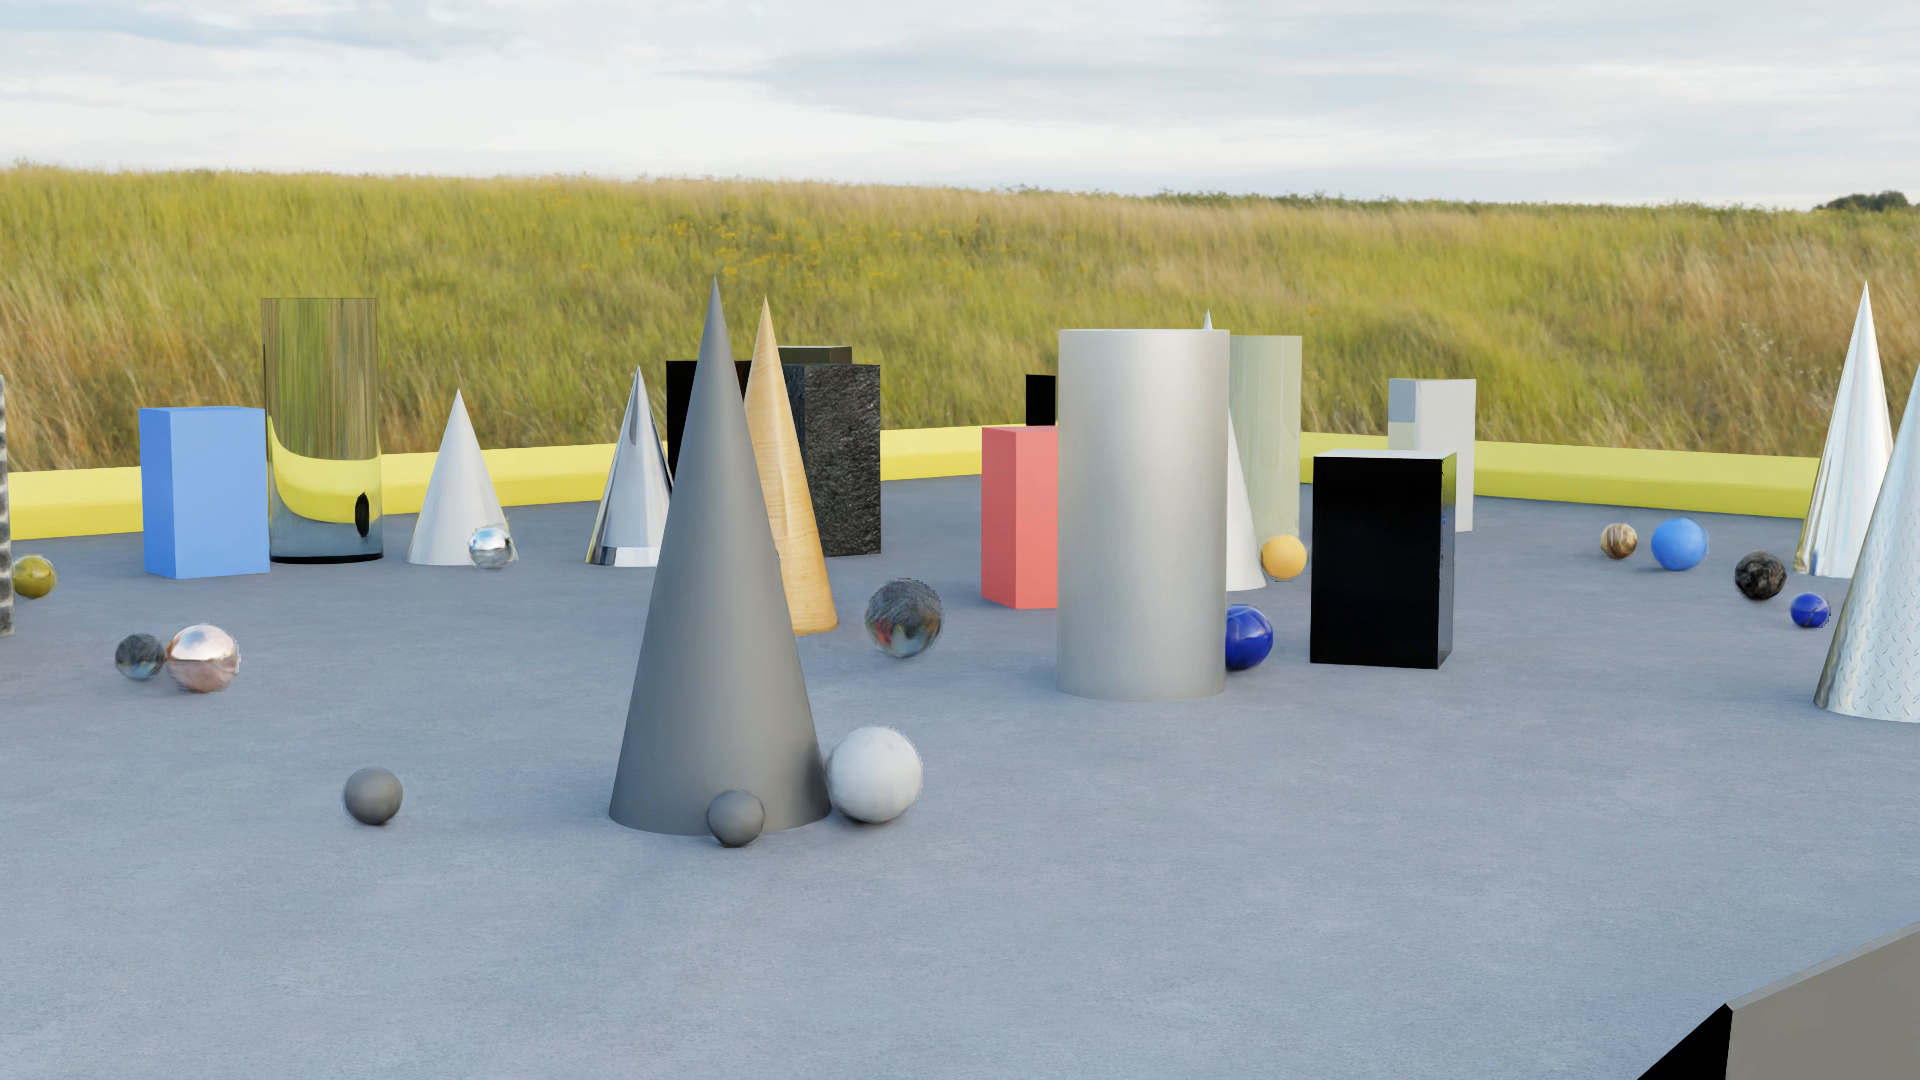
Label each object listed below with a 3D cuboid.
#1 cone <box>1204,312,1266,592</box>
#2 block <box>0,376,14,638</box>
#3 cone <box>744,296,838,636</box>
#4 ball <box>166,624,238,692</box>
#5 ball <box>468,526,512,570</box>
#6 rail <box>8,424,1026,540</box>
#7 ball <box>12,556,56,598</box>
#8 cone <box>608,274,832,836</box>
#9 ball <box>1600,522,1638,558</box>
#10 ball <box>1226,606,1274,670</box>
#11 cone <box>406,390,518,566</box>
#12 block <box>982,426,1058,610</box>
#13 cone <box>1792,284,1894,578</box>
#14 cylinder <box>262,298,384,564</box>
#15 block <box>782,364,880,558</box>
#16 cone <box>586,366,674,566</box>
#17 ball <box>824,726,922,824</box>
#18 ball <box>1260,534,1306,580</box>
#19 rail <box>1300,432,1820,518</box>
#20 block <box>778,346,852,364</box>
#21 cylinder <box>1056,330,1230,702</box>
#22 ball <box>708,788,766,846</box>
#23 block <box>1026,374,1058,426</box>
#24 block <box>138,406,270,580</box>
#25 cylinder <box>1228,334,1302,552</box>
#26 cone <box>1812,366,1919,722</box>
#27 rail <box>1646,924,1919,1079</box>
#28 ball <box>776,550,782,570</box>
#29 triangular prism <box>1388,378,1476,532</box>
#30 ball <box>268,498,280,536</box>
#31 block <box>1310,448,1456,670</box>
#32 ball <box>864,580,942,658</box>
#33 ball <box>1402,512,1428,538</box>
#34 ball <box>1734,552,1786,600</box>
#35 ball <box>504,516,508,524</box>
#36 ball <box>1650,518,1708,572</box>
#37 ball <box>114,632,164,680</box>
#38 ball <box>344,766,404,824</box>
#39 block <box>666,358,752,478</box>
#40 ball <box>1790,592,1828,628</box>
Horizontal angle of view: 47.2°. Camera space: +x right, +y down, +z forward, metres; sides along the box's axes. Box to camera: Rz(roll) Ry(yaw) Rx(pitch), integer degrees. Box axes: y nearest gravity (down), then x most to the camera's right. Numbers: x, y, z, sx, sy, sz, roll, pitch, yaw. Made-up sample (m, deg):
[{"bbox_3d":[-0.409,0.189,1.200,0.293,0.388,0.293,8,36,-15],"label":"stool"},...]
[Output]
[{"bbox_3d":[0.401,-0.152,3.580,0.199,0.449,0.199,0,6,0],"label":"cone"},{"bbox_3d":[-1.407,-0.042,2.971,0.159,0.357,0.159,2,6,20],"label":"block"},{"bbox_3d":[-0.271,-0.110,3.089,0.199,0.468,0.199,0,6,0],"label":"cone"},{"bbox_3d":[-0.887,0.139,2.573,0.080,0.080,0.080,0,6,0],"label":"ball"},{"bbox_3d":[-0.812,0.014,3.798,0.074,0.074,0.074,0,6,0],"label":"ball"},{"bbox_3d":[-1.311,-0.113,4.745,4.575,0.129,0.045,-5,8,-42],"label":"rail"},{"bbox_3d":[-1.439,0.057,3.413,0.068,0.068,0.068,0,6,0],"label":"ball"},{"bbox_3d":[-0.214,0.004,1.945,0.199,0.477,0.199,0,6,0],"label":"cone"},{"bbox_3d":[1.186,0.002,3.961,0.065,0.065,0.065,0,6,0],"label":"ball"},{"bbox_3d":[0.350,0.121,2.738,0.080,0.080,0.080,0,6,0],"label":"ball"},{"bbox_3d":[-0.897,-0.119,3.947,0.199,0.308,0.199,0,6,0],"label":"cone"},{"bbox_3d":[0.134,-0.038,3.378,0.159,0.265,0.159,-2,6,-18],"label":"block"},{"bbox_3d":[1.532,-0.193,3.742,0.199,0.496,0.199,0,6,0],"label":"cone"},{"bbox_3d":[-1.144,-0.199,3.950,0.199,0.467,0.199,0,6,0],"label":"cylinder"},{"bbox_3d":[-0.256,-0.150,4.055,0.159,0.346,0.159,-4,7,-34],"label":"block"},{"bbox_3d":[-0.571,-0.138,3.923,0.199,0.351,0.199,0,6,0],"label":"cone"},{"bbox_3d":[-0.076,0.205,1.917,0.084,0.084,0.084,0,6,0],"label":"ball"},{"bbox_3d":[0.527,0.028,3.577,0.074,0.074,0.074,0,6,0],"label":"ball"},{"bbox_3d":[1.664,-0.125,4.859,0.045,0.129,3.913,-5,8,-42],"label":"rail"},{"bbox_3d":[-0.328,-0.225,4.664,0.159,0.369,0.159,2,6,14],"label":"block"},{"bbox_3d":[0.214,-0.035,2.588,0.199,0.422,0.199,0,6,0],"label":"cylinder"},{"bbox_3d":[-0.187,0.232,1.834,0.048,0.048,0.048,0,6,0],"label":"ball"},{"bbox_3d":[0.244,-0.179,4.482,0.159,0.316,0.159,-4,7,-31],"label":"block"},{"bbox_3d":[-1.292,-0.085,3.758,0.159,0.279,0.159,-5,8,-38],"label":"block"},{"bbox_3d":[0.543,-0.186,4.154,0.199,0.398,0.199,0,6,0],"label":"cylinder"},{"bbox_3d":[1.069,-0.011,2.460,0.199,0.400,0.199,0,6,0],"label":"cone"},{"bbox_3d":[1.311,0.181,1.919,4.575,0.129,0.045,-5,8,-42],"label":"rail"},{"bbox_3d":[-0.284,0.035,2.983,0.084,0.084,0.084,0,6,0],"label":"ball"},{"bbox_3d":[0.929,-0.173,4.472,0.172,0.307,0.149,-5,7,-37],"label":"triangular prism"},{"bbox_3d":[-1.373,-0.045,4.292,0.088,0.088,0.088,0,6,0],"label":"ball"},{"bbox_3d":[0.545,0.020,2.826,0.159,0.263,0.159,2,6,19],"label":"block"},{"bbox_3d":[-0.073,0.101,2.835,0.100,0.100,0.100,0,6,0],"label":"ball"},{"bbox_3d":[0.897,-0.030,4.332,0.051,0.051,0.051,0,6,0],"label":"ball"},{"bbox_3d":[1.236,0.055,3.396,0.075,0.075,0.075,0,6,0],"label":"ball"},{"bbox_3d":[-0.895,-0.024,4.193,0.067,0.067,0.067,0,6,0],"label":"ball"},{"bbox_3d":[1.234,0.007,3.774,0.092,0.092,0.092,0,6,0],"label":"ball"},{"bbox_3d":[-0.992,0.141,2.660,0.057,0.057,0.057,0,6,0],"label":"ball"},{"bbox_3d":[-0.511,0.222,1.915,0.050,0.050,0.050,0,6,0],"label":"ball"},{"bbox_3d":[-0.492,-0.191,4.457,0.159,0.346,0.159,1,6,10],"label":"block"},{"bbox_3d":[1.194,0.099,3.093,0.051,0.051,0.051,0,6,0],"label":"ball"}]
